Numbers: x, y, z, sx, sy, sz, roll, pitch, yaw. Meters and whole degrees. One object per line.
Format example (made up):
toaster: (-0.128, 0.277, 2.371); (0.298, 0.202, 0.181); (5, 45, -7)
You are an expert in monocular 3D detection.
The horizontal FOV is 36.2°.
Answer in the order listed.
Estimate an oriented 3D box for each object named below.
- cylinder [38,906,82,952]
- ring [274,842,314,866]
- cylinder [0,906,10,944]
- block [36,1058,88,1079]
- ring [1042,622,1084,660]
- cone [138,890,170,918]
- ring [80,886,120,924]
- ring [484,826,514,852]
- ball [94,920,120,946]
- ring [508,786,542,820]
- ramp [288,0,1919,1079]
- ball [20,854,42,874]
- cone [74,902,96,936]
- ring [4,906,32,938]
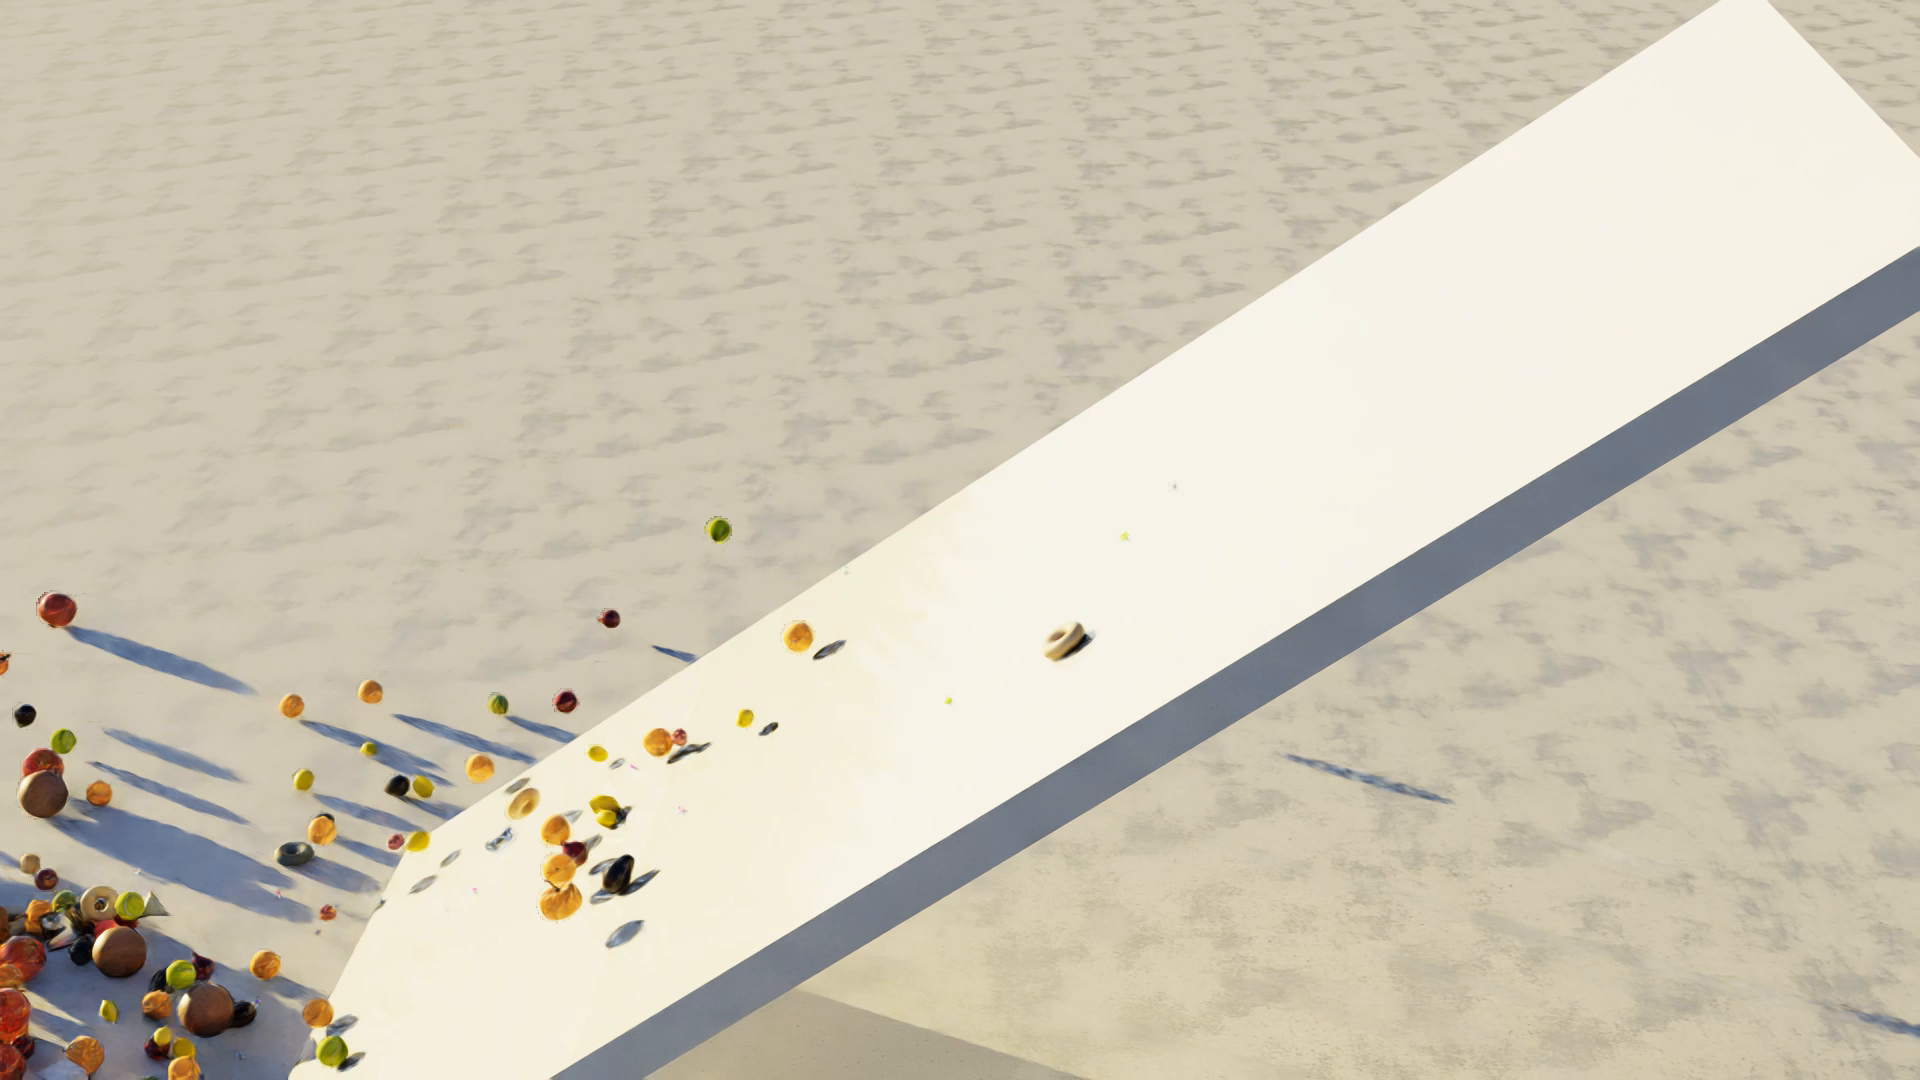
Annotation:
cylinder: (-2.259, 0.977, 7.388); (0.088, 0.088, 0.088); (-16, 4, 1)
ring: (-1.779, 0.838, 7.853); (0.104, 0.035, 0.104); (0, 23, 0)
cylinder: (-2.431, 0.970, 7.406); (0.070, 0.070, 0.070); (-8, 49, -20)
block: (-2.055, 1.252, 6.739); (0.080, 0.080, 0.080); (17, 27, 36)
ring: (0.204, 0.199, 5.832); (0.098, 0.033, 0.098); (-33, 17, 12)
cone: (-2.040, 0.941, 7.478); (0.074, 0.074, 0.074); (29, 14, -18)
ring: (-2.165, 0.919, 7.408); (0.099, 0.099, 0.033); (-10, 10, -24)
ring: (-1.128, 0.733, 7.204); (0.082, 0.027, 0.082); (-33, 15, 10)
ball: (-2.140, 0.986, 7.381); (0.066, 0.066, 0.066); (0, 22, 0)
ring: (-1.052, 0.635, 7.096); (0.032, 0.095, 0.095); (43, 41, 23)
ramp: (0.135, 0.174, 6.308); (4.000, 0.100, 2.000); (-33, 16, 15)
ball: (-2.458, 0.856, 7.778); (0.055, 0.055, 0.055); (0, 22, 0)
cone: (-2.221, 0.982, 7.477); (0.092, 0.092, 0.092); (33, 29, 8)
ring: (-2.428, 0.974, 7.493); (0.122, 0.041, 0.122); (2, 27, -1)
